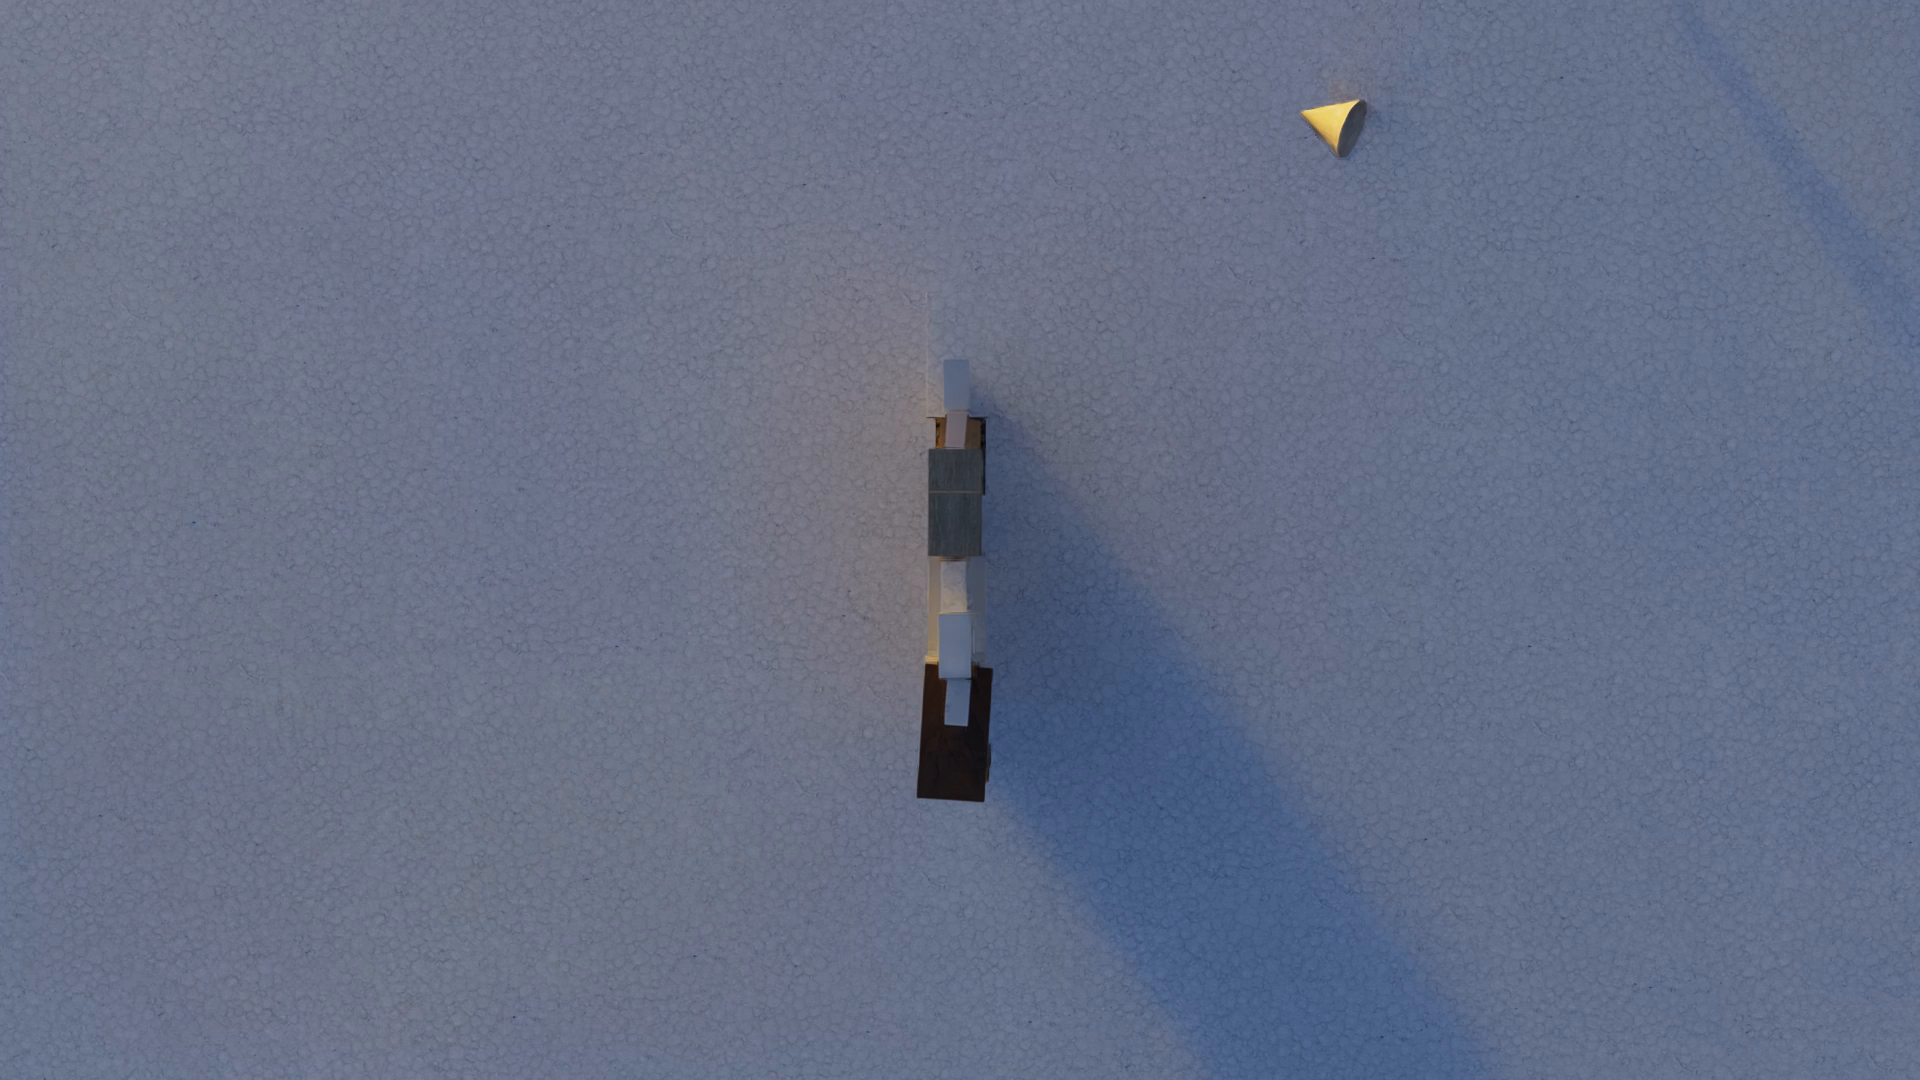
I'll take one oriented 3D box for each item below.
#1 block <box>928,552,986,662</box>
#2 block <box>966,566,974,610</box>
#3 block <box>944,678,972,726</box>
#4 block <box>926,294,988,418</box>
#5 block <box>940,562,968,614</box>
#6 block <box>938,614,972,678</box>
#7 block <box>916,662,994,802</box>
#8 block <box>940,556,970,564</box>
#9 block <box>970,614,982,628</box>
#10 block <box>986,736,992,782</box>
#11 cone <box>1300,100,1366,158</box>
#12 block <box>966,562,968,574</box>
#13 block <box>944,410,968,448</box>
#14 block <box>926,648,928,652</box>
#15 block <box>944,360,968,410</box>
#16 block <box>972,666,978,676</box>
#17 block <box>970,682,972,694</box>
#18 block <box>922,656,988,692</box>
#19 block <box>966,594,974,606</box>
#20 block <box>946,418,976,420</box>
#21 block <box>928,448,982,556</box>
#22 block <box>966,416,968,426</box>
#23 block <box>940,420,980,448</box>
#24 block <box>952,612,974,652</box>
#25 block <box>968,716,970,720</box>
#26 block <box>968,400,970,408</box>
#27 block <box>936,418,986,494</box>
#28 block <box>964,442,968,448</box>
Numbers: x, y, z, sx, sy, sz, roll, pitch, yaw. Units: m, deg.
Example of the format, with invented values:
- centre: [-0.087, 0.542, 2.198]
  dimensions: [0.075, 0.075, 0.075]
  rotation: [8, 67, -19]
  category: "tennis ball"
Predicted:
- centre: [-0.010, 0.198, 4.799]
  dimensions: [0.164, 0.047, 0.329]
  rotation: [1, 88, 0]
  category: "block"
- centre: [0.007, 0.136, 4.643]
  dimensions: [0.062, 0.017, 0.123]
  rotation: [0, 90, -1]
  category: "block"
- centre: [-0.006, 0.412, 4.220]
  dimensions: [0.060, 0.017, 0.121]
  rotation: [4, 94, 4]
  category: "block"
- centre: [-0.008, -0.510, 4.582]
  dimensions: [0.170, 0.048, 0.339]
  rotation: [0, 90, 1]
  category: "block"
- centre: [-0.017, 0.127, 4.427]
  dimensions: [0.069, 0.020, 0.138]
  rotation: [-1, 86, 4]
  category: "block"
- centre: [-0.013, 0.268, 4.175]
  dimensions: [0.082, 0.023, 0.164]
  rotation: [-1, 85, 2]
  category: "block"
- centre: [-0.014, 0.509, 4.383]
  dimensions: [0.179, 0.051, 0.358]
  rotation: [4, 94, 0]
  category: "block"
- centre: [-0.010, -0.020, 4.593]
  dimensions: [0.087, 0.025, 0.175]
  rotation: [3, 90, 0]
  category: "block"
- centre: [0.006, 0.216, 4.415]
  dimensions: [0.082, 0.445, 0.023]
  rotation: [-3, 89, 4]
  category: "block"
- centre: [-0.007, 0.626, 4.670]
  dimensions: [0.179, 0.502, 0.051]
  rotation: [-7, 91, 2]
  category: "block"
- centre: [1.210, -1.388, 5.456]
  dimensions: [0.195, 0.195, 0.195]
  rotation: [27, 90, 27]
  category: "cone"
- centre: [-0.013, 0.077, 4.512]
  dimensions: [0.069, 0.138, 0.020]
  rotation: [3, 94, 1]
  category: "block"
- centre: [-0.011, -0.297, 4.489]
  dimensions: [0.053, 0.015, 0.105]
  rotation: [5, 90, 1]
  category: "block"
- centre: [-0.016, 0.320, 4.985]
  dimensions: [0.164, 0.329, 0.047]
  rotation: [2, 86, -1]
  category: "block"
- centre: [-0.010, -0.416, 4.415]
  dimensions: [0.067, 0.019, 0.133]
  rotation: [0, 90, 1]
  category: "block"
- centre: [0.002, 0.334, 4.263]
  dimensions: [0.082, 0.164, 0.023]
  rotation: [4, 85, 2]
  category: "block"
- centre: [-0.001, 0.382, 4.288]
  dimensions: [0.060, 0.121, 0.017]
  rotation: [4, 80, 2]
  category: "block"
- centre: [-0.011, 0.379, 4.582]
  dimensions: [0.179, 0.358, 0.051]
  rotation: [5, 93, -1]
  category: "block"
- centre: [-0.004, 0.167, 4.533]
  dimensions: [0.069, 0.196, 0.020]
  rotation: [-1, 93, 5]
  category: "block"
- centre: [0.003, -0.429, 4.957]
  dimensions: [0.086, 0.024, 0.172]
  rotation: [0, 90, 1]
  category: "block"
- centre: [-0.013, -0.097, 4.281]
  dimensions: [0.139, 0.039, 0.278]
  rotation: [0, 91, 0]
  category: "block"
- centre: [-0.005, -0.330, 4.550]
  dimensions: [0.053, 0.105, 0.015]
  rotation: [1, 86, 0]
  category: "block"
- centre: [-0.001, -0.222, 4.618]
  dimensions: [0.113, 0.032, 0.226]
  rotation: [1, 89, 0]
  category: "block"
- centre: [0.007, 0.259, 4.650]
  dimensions: [0.056, 0.016, 0.112]
  rotation: [-1, 87, -7]
  category: "block"
- centre: [-0.009, 0.463, 4.292]
  dimensions: [0.060, 0.121, 0.017]
  rotation: [4, 81, 3]
  category: "block"
- centre: [-0.009, -0.372, 4.491]
  dimensions: [0.067, 0.133, 0.019]
  rotation: [0, 90, 1]
  category: "block"
- centre: [0.002, -0.299, 5.164]
  dimensions: [0.157, 0.044, 0.314]
  rotation: [0, 90, 0]
  category: "block"
- centre: [-0.007, -0.258, 4.549]
  dimensions: [0.053, 0.105, 0.015]
  rotation: [2, 88, 1]
  category: "block"
